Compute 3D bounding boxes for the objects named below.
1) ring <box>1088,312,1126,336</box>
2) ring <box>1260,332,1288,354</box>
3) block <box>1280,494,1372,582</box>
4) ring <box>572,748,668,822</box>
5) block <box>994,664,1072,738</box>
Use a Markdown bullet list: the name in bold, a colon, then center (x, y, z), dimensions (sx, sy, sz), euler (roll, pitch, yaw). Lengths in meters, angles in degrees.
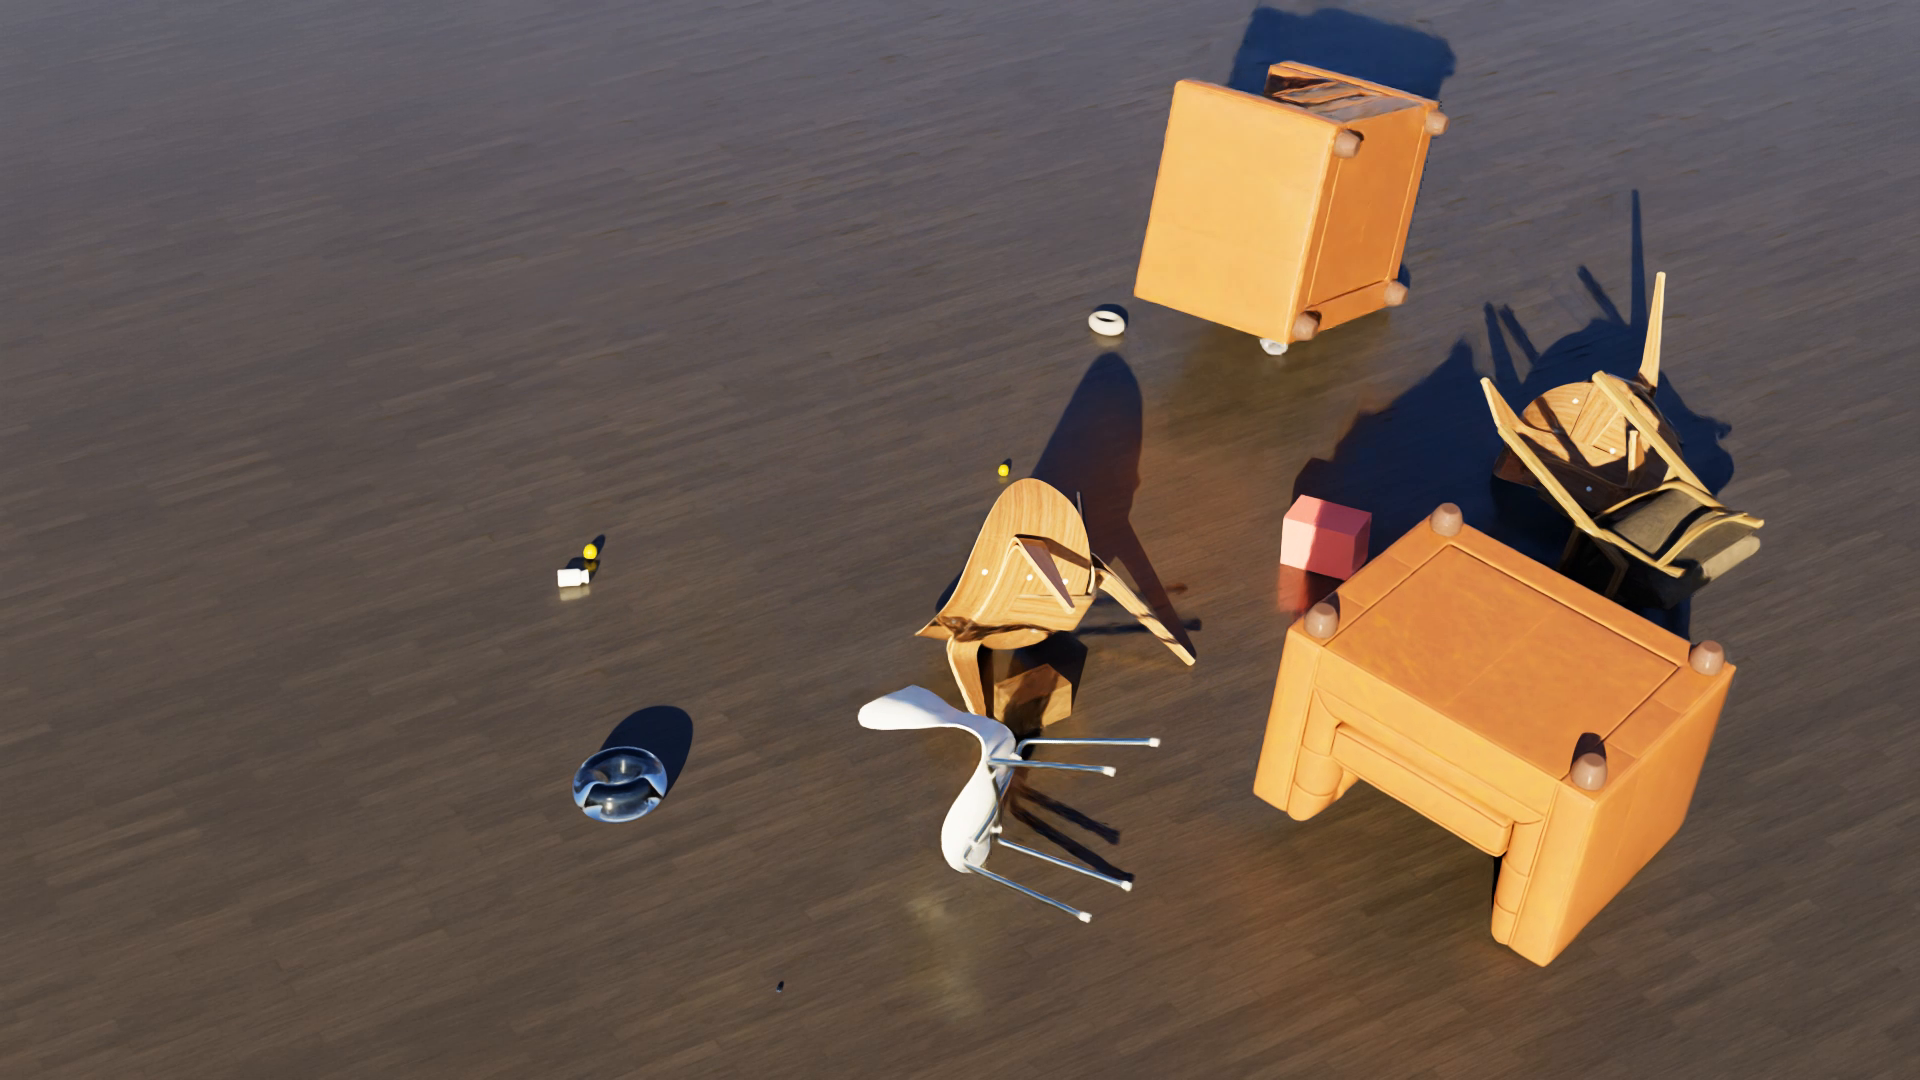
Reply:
- **ring**: center (0.615, -0.908, 12.269), dimensions (0.170, 0.059, 0.126), euler (24, 42, 33)
- **ring**: center (1.294, -0.811, 12.083), dimensions (0.124, 0.098, 0.059), euler (22, 43, -27)
- **block**: center (1.344, -0.007, 10.774), dimensions (0.276, 0.199, 0.176), euler (16, 36, 22)
- **ring**: center (-1.114, 0.800, 9.601), dimensions (0.314, 0.145, 0.280), euler (-16, 38, -21)
- **block**: center (0.249, 0.545, 9.995), dimensions (0.218, 0.135, 0.143), euler (-21, 39, -28)
